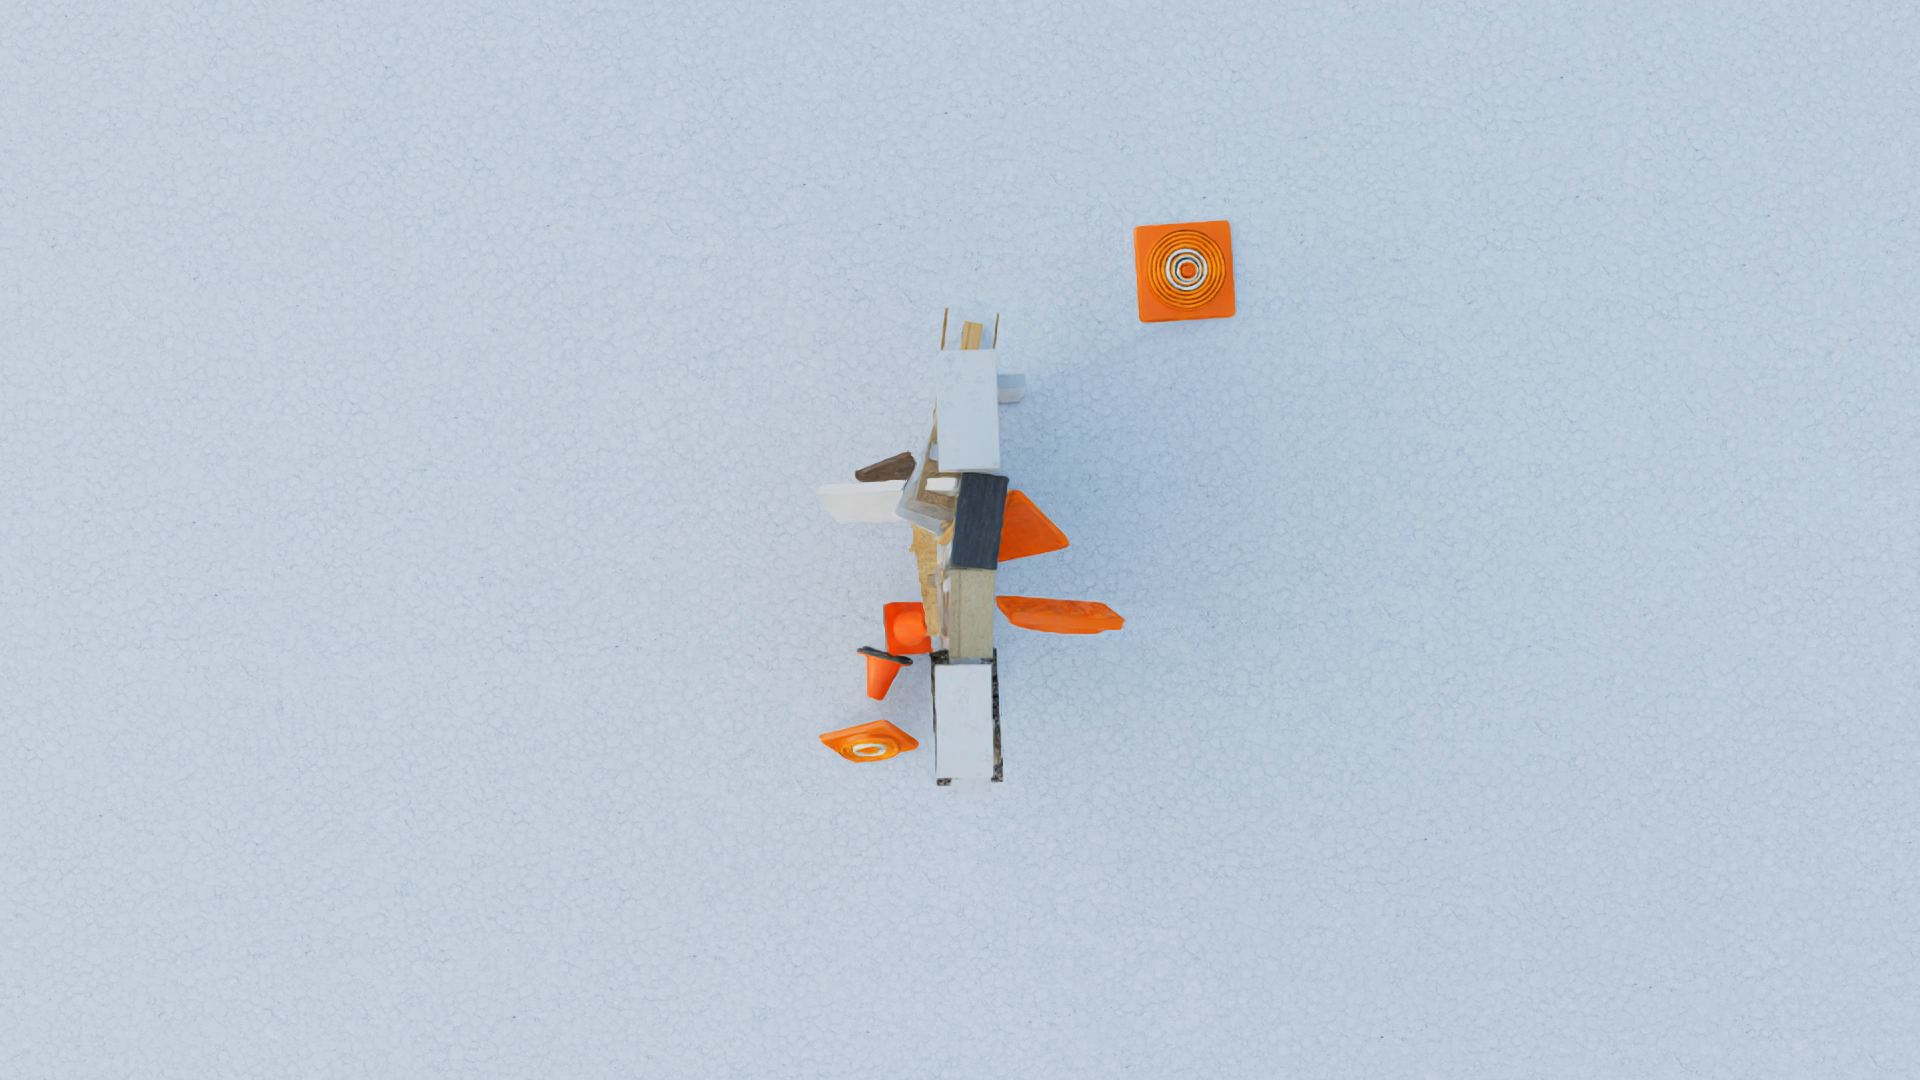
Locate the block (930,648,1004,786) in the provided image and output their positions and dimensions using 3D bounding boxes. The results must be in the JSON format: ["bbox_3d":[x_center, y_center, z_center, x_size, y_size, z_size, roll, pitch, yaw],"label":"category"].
[{"bbox_3d":[0.017,0.470,4.392,0.176,0.050,0.353,-3,91,-1],"label":"block"}]

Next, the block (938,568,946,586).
[{"bbox_3d":[0.006,0.094,4.372,0.113,0.227,0.032,-4,86,-4],"label":"block"}]

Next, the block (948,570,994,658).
[{"bbox_3d":[0.028,0.178,3.998,0.106,0.030,0.212,0,94,-4],"label":"block"}]

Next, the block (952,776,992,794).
[{"bbox_3d":[0.025,0.539,4.157,0.098,0.028,0.195,-3,91,-1],"label":"block"}]

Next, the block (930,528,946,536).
[{"bbox_3d":[-0.055,-0.022,4.711,0.054,0.108,0.015,18,95,3],"label":"block"}]

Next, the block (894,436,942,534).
[{"bbox_3d":[-0.072,-0.164,4.649,0.132,0.037,0.264,24,83,-1],"label":"block"}]

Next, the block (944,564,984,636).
[{"bbox_3d":[0.021,0.163,4.245,0.113,0.032,0.227,-2,93,-4],"label":"block"}]

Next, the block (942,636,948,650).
[{"bbox_3d":[0.017,0.254,4.126,0.106,0.212,0.030,-4,88,-4],"label":"block"}]

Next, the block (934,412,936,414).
[{"bbox_3d":[0.005,-0.315,4.452,0.149,0.299,0.042,7,95,-1],"label":"block"}]

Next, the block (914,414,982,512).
[{"bbox_3d":[-0.010,-0.228,4.265,0.149,0.042,0.299,14,85,-6],"label":"block"}]

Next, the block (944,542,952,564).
[{"bbox_3d":[0.023,0.034,4.112,0.113,0.225,0.032,1,84,-4],"label":"block"}]

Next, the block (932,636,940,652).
[{"bbox_3d":[0.011,0.440,4.795,0.167,0.047,0.333,-4,91,-1],"label":"block"}]

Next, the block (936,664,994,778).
[{"bbox_3d":[0.010,0.423,3.862,0.130,0.037,0.260,-1,90,1],"label":"block"}]

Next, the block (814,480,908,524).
[{"bbox_3d":[-0.261,-0.111,4.887,0.132,0.403,0.037,50,58,-31],"label":"block"}]

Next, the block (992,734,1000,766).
[{"bbox_3d":[0.029,0.511,4.013,0.130,0.260,0.037,-2,91,-1],"label":"block"}]

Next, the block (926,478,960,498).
[{"bbox_3d":[0.003,-0.127,4.108,0.112,0.235,0.032,13,88,-18],"label":"block"}]

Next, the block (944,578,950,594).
[{"bbox_3d":[0.019,0.113,4.116,0.106,0.211,0.030,1,85,-5],"label":"block"}]

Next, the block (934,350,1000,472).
[{"bbox_3d":[0.017,-0.308,3.936,0.144,0.041,0.288,-2,83,-1],"label":"block"}]

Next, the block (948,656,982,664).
[{"bbox_3d":[0.017,0.356,4.187,0.083,0.023,0.166,-3,90,-1],"label":"block"}]

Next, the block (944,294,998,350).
[{"bbox_3d":[0.024,-0.512,4.328,0.127,0.036,0.255,6,90,0],"label":"block"}]

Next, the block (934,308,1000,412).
[{"bbox_3d":[0.018,-0.490,4.622,0.152,0.043,0.303,6,90,0],"label":"block"}]

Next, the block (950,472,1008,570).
[{"bbox_3d":[0.045,-0.046,3.973,0.112,0.032,0.225,7,97,-5],"label":"block"}]

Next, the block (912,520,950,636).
[{"bbox_3d":[-0.035,0.106,4.796,0.163,0.046,0.326,-8,93,2],"label":"block"}]

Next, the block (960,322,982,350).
[{"bbox_3d":[0.028,-0.507,4.207,0.048,0.014,0.095,9,90,0],"label":"block"}]

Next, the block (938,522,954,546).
[{"bbox_3d":[-0.013,-0.015,4.581,0.054,0.107,0.015,18,50,-21],"label":"block"}]

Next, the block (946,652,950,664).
[{"bbox_3d":[0.008,0.303,4.282,0.083,0.166,0.023,-3,89,-1],"label":"block"}]

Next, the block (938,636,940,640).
[{"bbox_3d":[-0.002,0.260,4.653,0.117,0.233,0.033,-4,89,-1],"label":"block"}]

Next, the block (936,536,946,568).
[{"bbox_3d":[-0.037,0.042,4.645,0.054,0.015,0.108,-5,97,-1],"label":"block"}]

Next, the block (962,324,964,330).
[{"bbox_3d":[0.029,-0.536,4.262,0.048,0.095,0.014,8,85,0],"label":"block"}]

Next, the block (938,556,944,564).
[{"bbox_3d":[-0.008,0.045,4.575,0.054,0.107,0.015,12,63,-35],"label":"block"}]

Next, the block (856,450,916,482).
[{"bbox_3d":[-0.220,-0.204,5.091,0.184,0.026,0.092,-21,128,16],"label":"block"}]

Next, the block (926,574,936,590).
[{"bbox_3d":[-0.024,0.112,4.643,0.117,0.241,0.033,-5,91,-6],"label":"block"}]

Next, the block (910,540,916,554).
[{"bbox_3d":[-0.057,0.039,5.076,0.163,0.509,0.046,22,91,2],"label":"block"}]

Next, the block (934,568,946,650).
[{"bbox_3d":[-0.003,0.190,4.509,0.117,0.033,0.233,-4,94,-5],"label":"block"}]

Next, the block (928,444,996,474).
[{"bbox_3d":[0.007,-0.204,4.097,0.144,0.288,0.041,13,92,-7],"label":"block"}]

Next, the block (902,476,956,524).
[{"bbox_3d":[-0.061,-0.109,4.448,0.149,0.344,0.042,17,81,-6],"label":"block"}]

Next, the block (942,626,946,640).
[{"bbox_3d":[0.014,0.244,4.381,0.113,0.227,0.032,-3,86,-3],"label":"block"}]

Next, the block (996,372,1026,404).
[{"bbox_3d":[0.123,-0.478,5.245,0.153,0.509,0.043,-4,90,0],"label":"block"}]

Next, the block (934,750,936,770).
[{"bbox_3d":[0.018,0.596,4.595,0.176,0.353,0.050,-3,87,-1],"label":"block"}]
